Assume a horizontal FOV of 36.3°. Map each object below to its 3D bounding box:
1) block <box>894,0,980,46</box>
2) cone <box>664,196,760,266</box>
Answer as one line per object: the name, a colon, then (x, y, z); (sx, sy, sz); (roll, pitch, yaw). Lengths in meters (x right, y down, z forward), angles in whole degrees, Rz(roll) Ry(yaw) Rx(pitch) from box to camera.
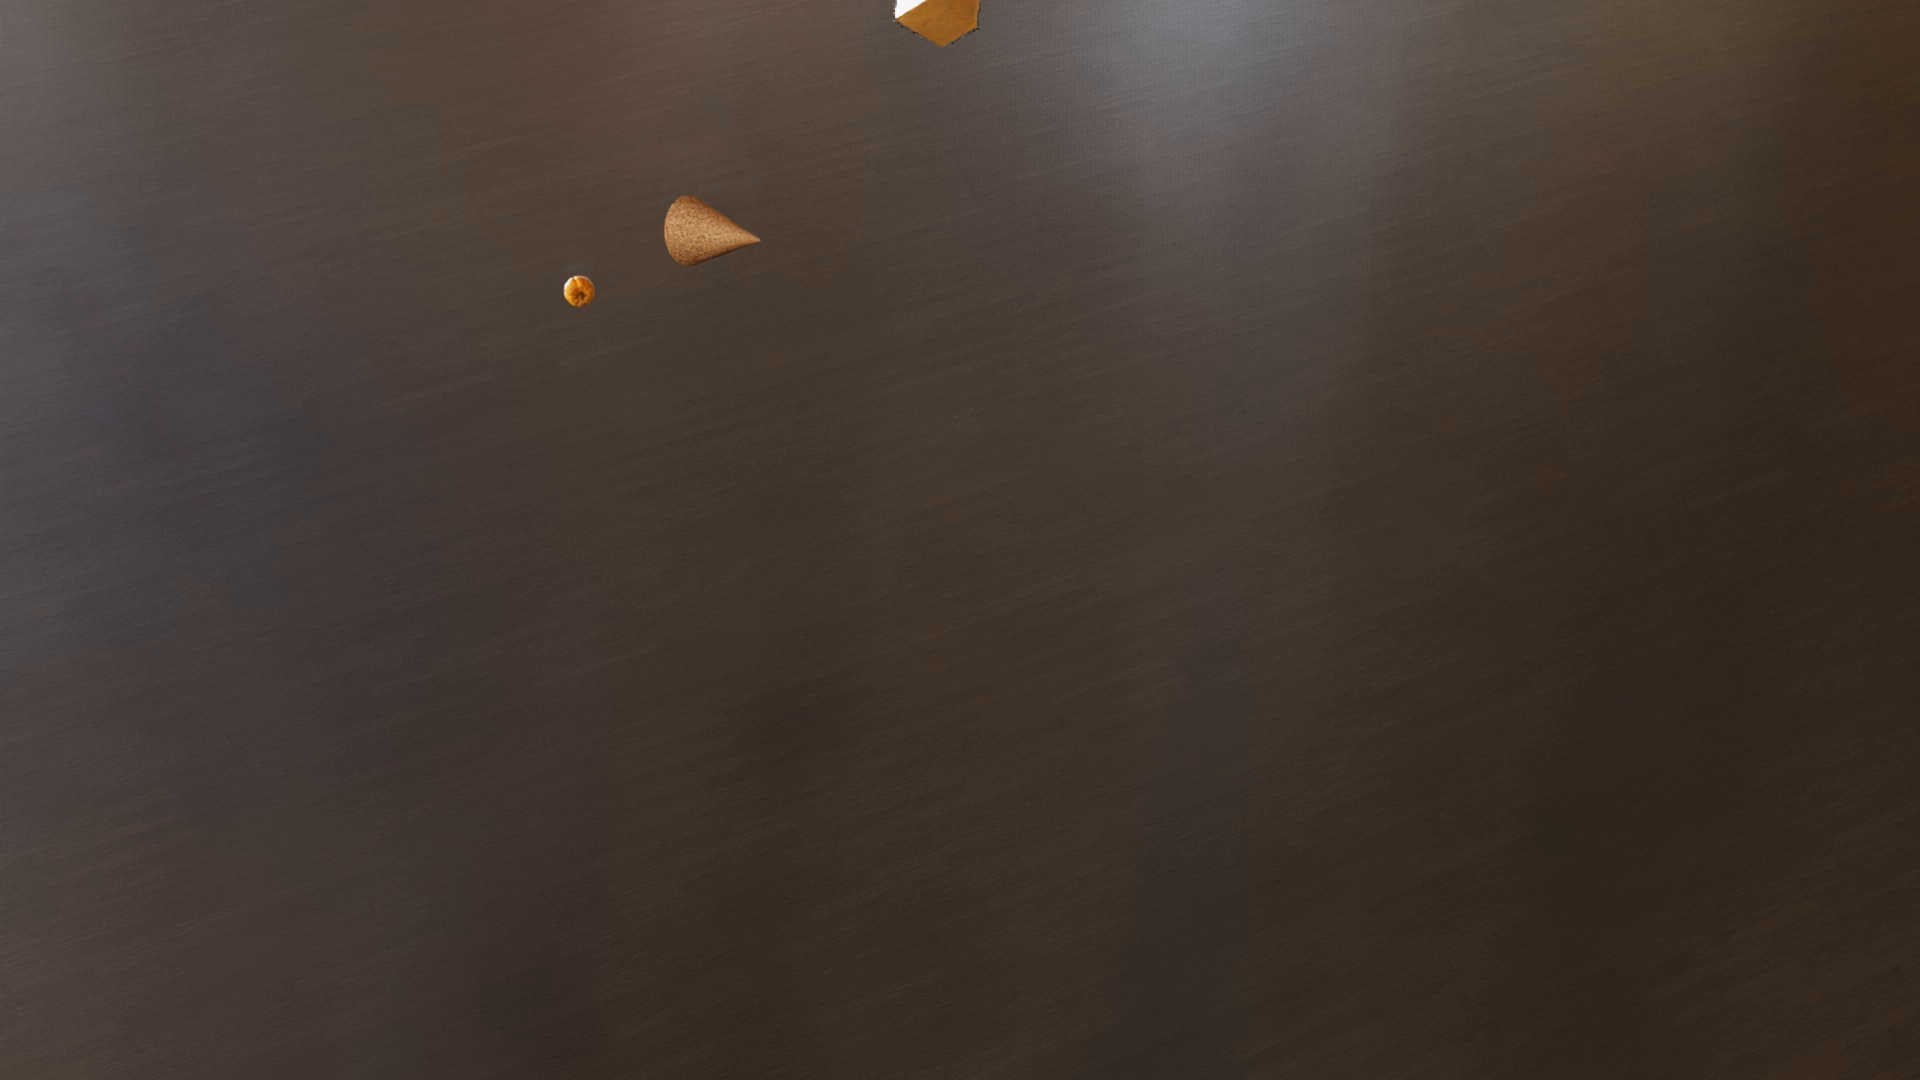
block: (-0.076, -1.878, 10.174); (0.219, 0.180, 0.204); (25, 58, -35)
cone: (-0.622, -0.806, 7.756); (0.236, 0.185, 0.223); (11, -7, 29)
